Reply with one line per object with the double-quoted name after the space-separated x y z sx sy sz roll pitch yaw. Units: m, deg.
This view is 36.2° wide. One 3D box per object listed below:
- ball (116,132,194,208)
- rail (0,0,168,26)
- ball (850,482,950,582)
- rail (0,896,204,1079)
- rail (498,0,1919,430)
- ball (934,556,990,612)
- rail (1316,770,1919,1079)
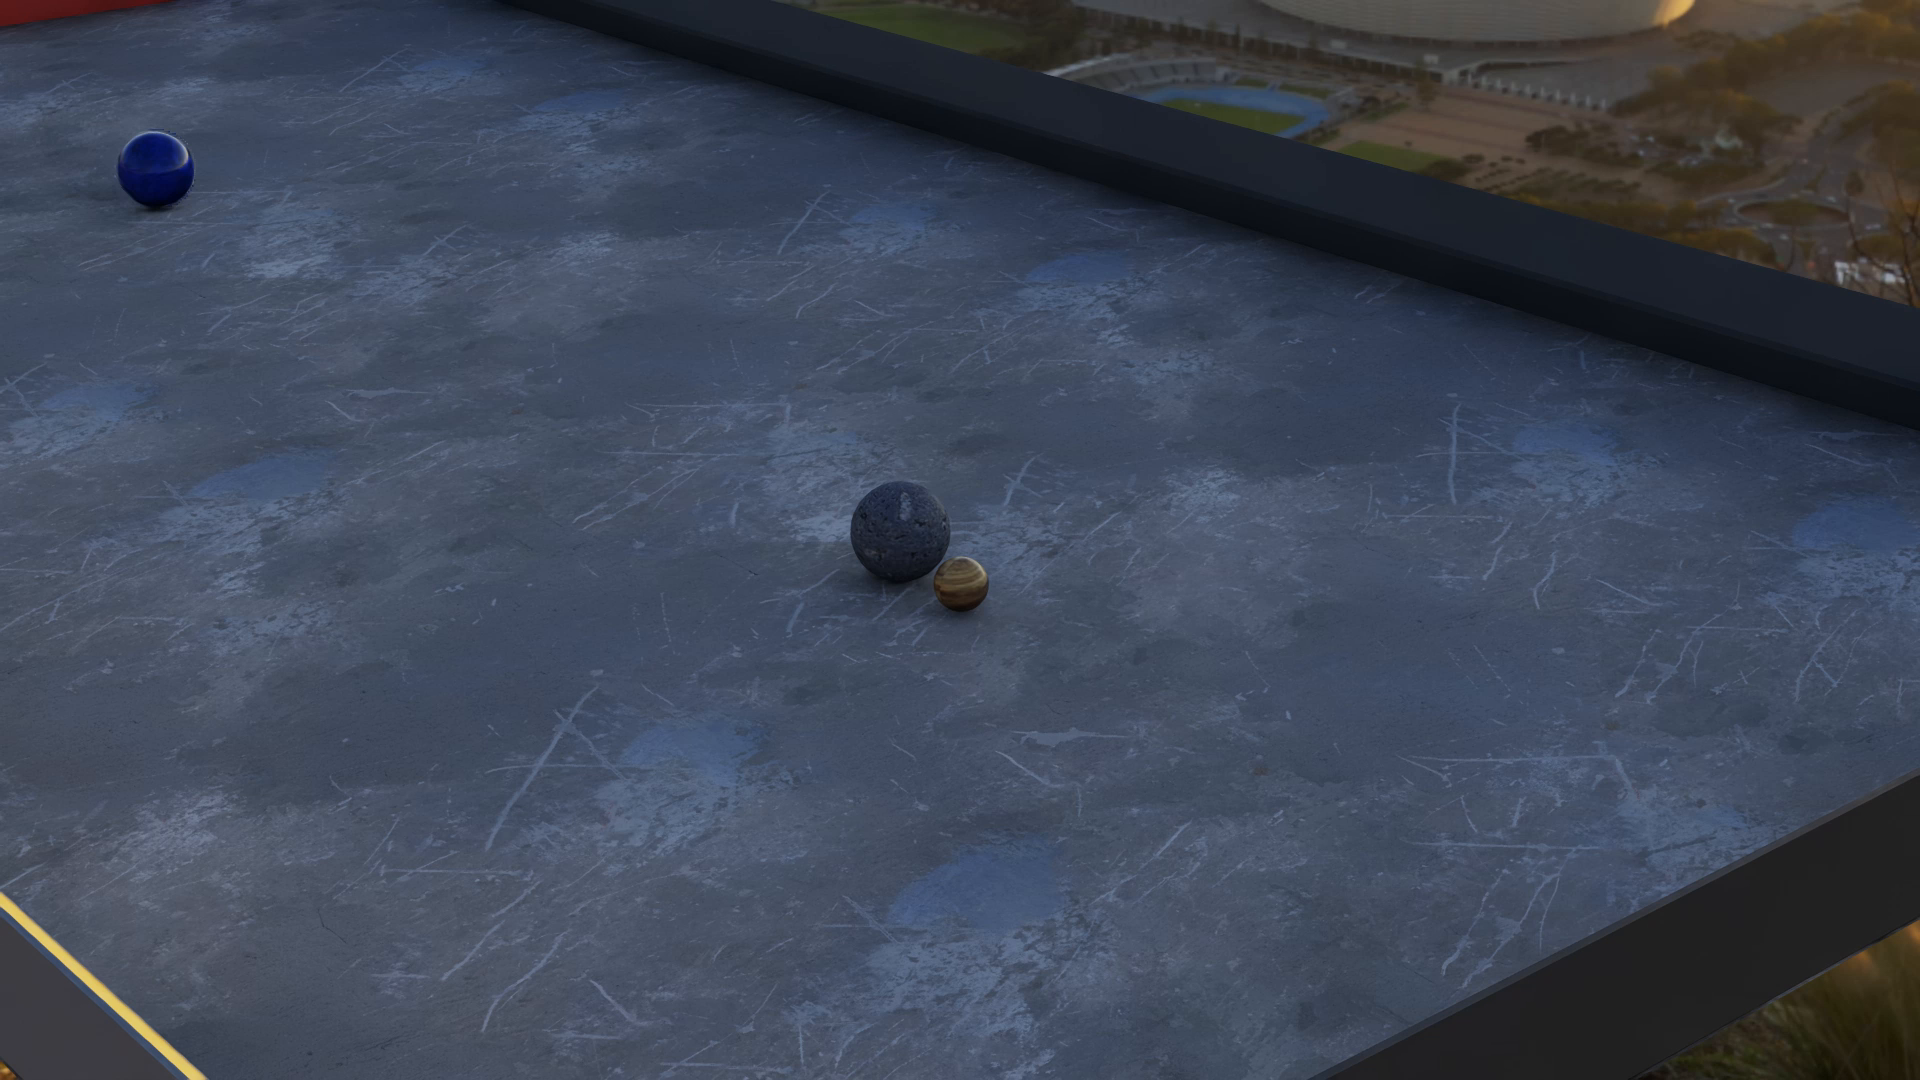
-0.954 -0.440 3.489 0.089 0.089 0.089 0 22 0 "ball"
-1.622 -0.755 4.220 1.847 0.116 0.045 -18 28 -37 "rail"
-0.049 -0.007 2.442 0.084 0.084 0.084 0 22 0 "ball"
-1.233 -0.050 2.503 0.045 0.116 3.386 -18 28 -37 "rail"
0.142 -0.491 3.575 0.045 0.116 3.386 -18 28 -37 "rail"
0.001 0.036 2.388 0.045 0.045 0.045 0 22 0 "ball"
0.530 0.214 1.858 1.847 0.116 0.045 -18 28 -37 "rail"
